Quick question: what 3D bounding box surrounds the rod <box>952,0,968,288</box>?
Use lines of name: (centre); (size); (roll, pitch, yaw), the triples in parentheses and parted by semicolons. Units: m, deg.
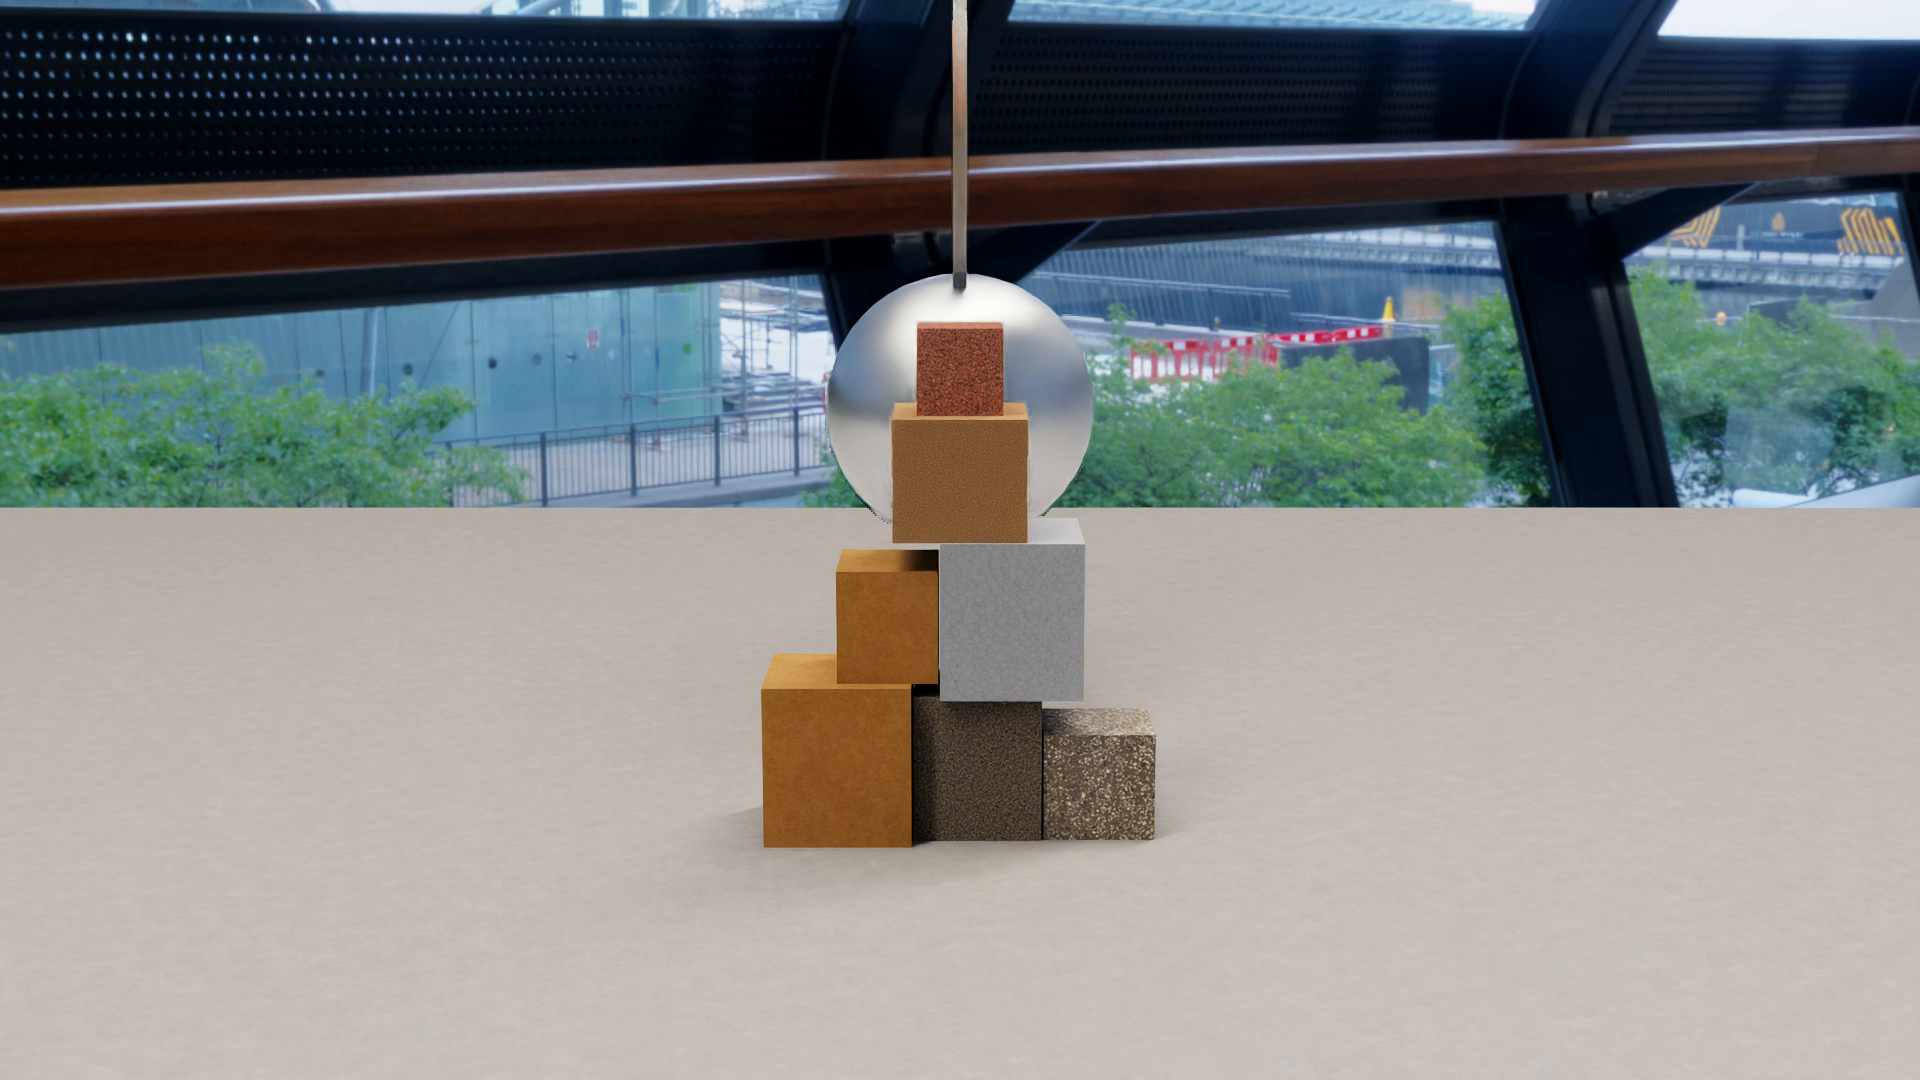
rod: (0.000, -3.717, 11.418); (0.080, 5.200, 0.080); (0, 31, 0)

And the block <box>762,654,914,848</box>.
block: (-0.615, 1.074, 11.361); (0.744, 0.821, 0.764); (0, 10, 0)

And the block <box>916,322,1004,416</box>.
block: (0.000, -0.860, 11.024); (0.431, 0.432, 0.390); (0, 10, 0)

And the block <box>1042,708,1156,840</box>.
block: (0.705, 1.206, 11.392); (0.565, 0.550, 0.533); (0, 10, 0)

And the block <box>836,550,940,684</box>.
block: (-0.363, 0.385, 11.260); (0.506, 0.572, 0.608); (0, 10, 0)

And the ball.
ball: (0.000, -0.788, 13.145); (1.600, 1.600, 1.600); (0, 10, 0)

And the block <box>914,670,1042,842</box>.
block: (0.090, 1.106, 11.391); (0.646, 0.748, 0.603); (0, 10, 0)

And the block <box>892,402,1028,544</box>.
block: (0.000, -0.348, 11.132); (0.666, 0.614, 0.695); (0, 10, 0)

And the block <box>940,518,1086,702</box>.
block: (0.258, 0.344, 11.262); (0.716, 0.796, 0.757); (0, 10, 0)
